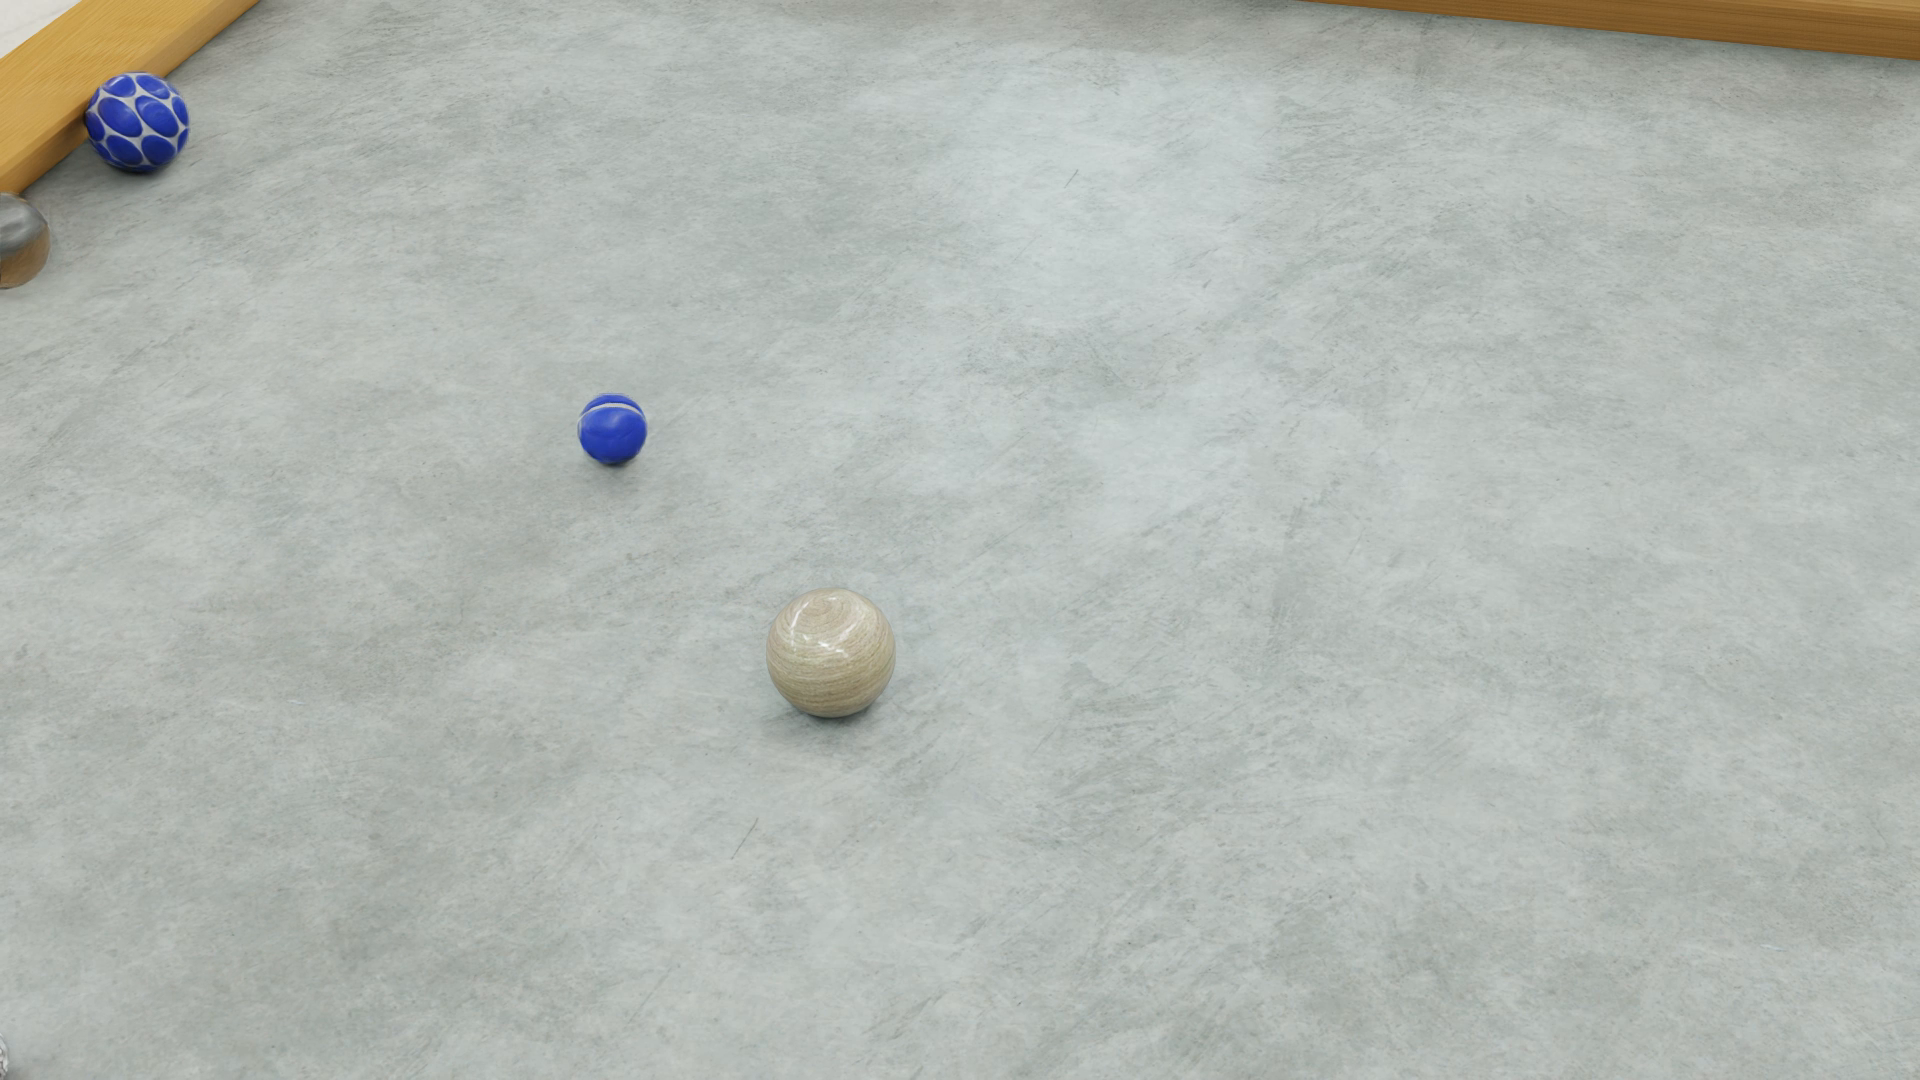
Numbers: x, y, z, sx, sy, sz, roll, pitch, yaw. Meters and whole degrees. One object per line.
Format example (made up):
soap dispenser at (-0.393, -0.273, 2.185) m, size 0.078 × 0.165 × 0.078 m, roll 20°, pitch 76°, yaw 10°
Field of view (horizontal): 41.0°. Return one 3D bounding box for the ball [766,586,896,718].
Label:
ball at (-0.089, 0.078, 1.770) m, size 0.090 × 0.090 × 0.090 m, roll 0°, pitch 34°, yaw 0°

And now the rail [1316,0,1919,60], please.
rail at (1.288, -0.509, 2.598) m, size 4.134 × 0.129 × 0.045 m, roll 8°, pitch 35°, yaw 12°

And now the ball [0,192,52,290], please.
ball at (-0.853, -0.266, 2.280) m, size 0.086 × 0.086 × 0.086 m, roll 0°, pitch 34°, yaw 0°

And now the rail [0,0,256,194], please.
rail at (-0.978, -0.164, 2.089) m, size 0.045 × 0.129 × 2.362 m, roll 8°, pitch 35°, yaw 12°

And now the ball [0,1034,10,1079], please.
ball at (-0.573, 0.300, 1.483) m, size 0.044 × 0.044 × 0.044 m, roll 0°, pitch 34°, yaw 0°

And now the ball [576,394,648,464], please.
ball at (-0.277, -0.088, 2.045) m, size 0.056 × 0.056 × 0.056 m, roll 0°, pitch 34°, yaw 0°

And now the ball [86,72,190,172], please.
ball at (-0.793, -0.403, 2.473) m, size 0.095 × 0.095 × 0.095 m, roll 0°, pitch 34°, yaw 0°
